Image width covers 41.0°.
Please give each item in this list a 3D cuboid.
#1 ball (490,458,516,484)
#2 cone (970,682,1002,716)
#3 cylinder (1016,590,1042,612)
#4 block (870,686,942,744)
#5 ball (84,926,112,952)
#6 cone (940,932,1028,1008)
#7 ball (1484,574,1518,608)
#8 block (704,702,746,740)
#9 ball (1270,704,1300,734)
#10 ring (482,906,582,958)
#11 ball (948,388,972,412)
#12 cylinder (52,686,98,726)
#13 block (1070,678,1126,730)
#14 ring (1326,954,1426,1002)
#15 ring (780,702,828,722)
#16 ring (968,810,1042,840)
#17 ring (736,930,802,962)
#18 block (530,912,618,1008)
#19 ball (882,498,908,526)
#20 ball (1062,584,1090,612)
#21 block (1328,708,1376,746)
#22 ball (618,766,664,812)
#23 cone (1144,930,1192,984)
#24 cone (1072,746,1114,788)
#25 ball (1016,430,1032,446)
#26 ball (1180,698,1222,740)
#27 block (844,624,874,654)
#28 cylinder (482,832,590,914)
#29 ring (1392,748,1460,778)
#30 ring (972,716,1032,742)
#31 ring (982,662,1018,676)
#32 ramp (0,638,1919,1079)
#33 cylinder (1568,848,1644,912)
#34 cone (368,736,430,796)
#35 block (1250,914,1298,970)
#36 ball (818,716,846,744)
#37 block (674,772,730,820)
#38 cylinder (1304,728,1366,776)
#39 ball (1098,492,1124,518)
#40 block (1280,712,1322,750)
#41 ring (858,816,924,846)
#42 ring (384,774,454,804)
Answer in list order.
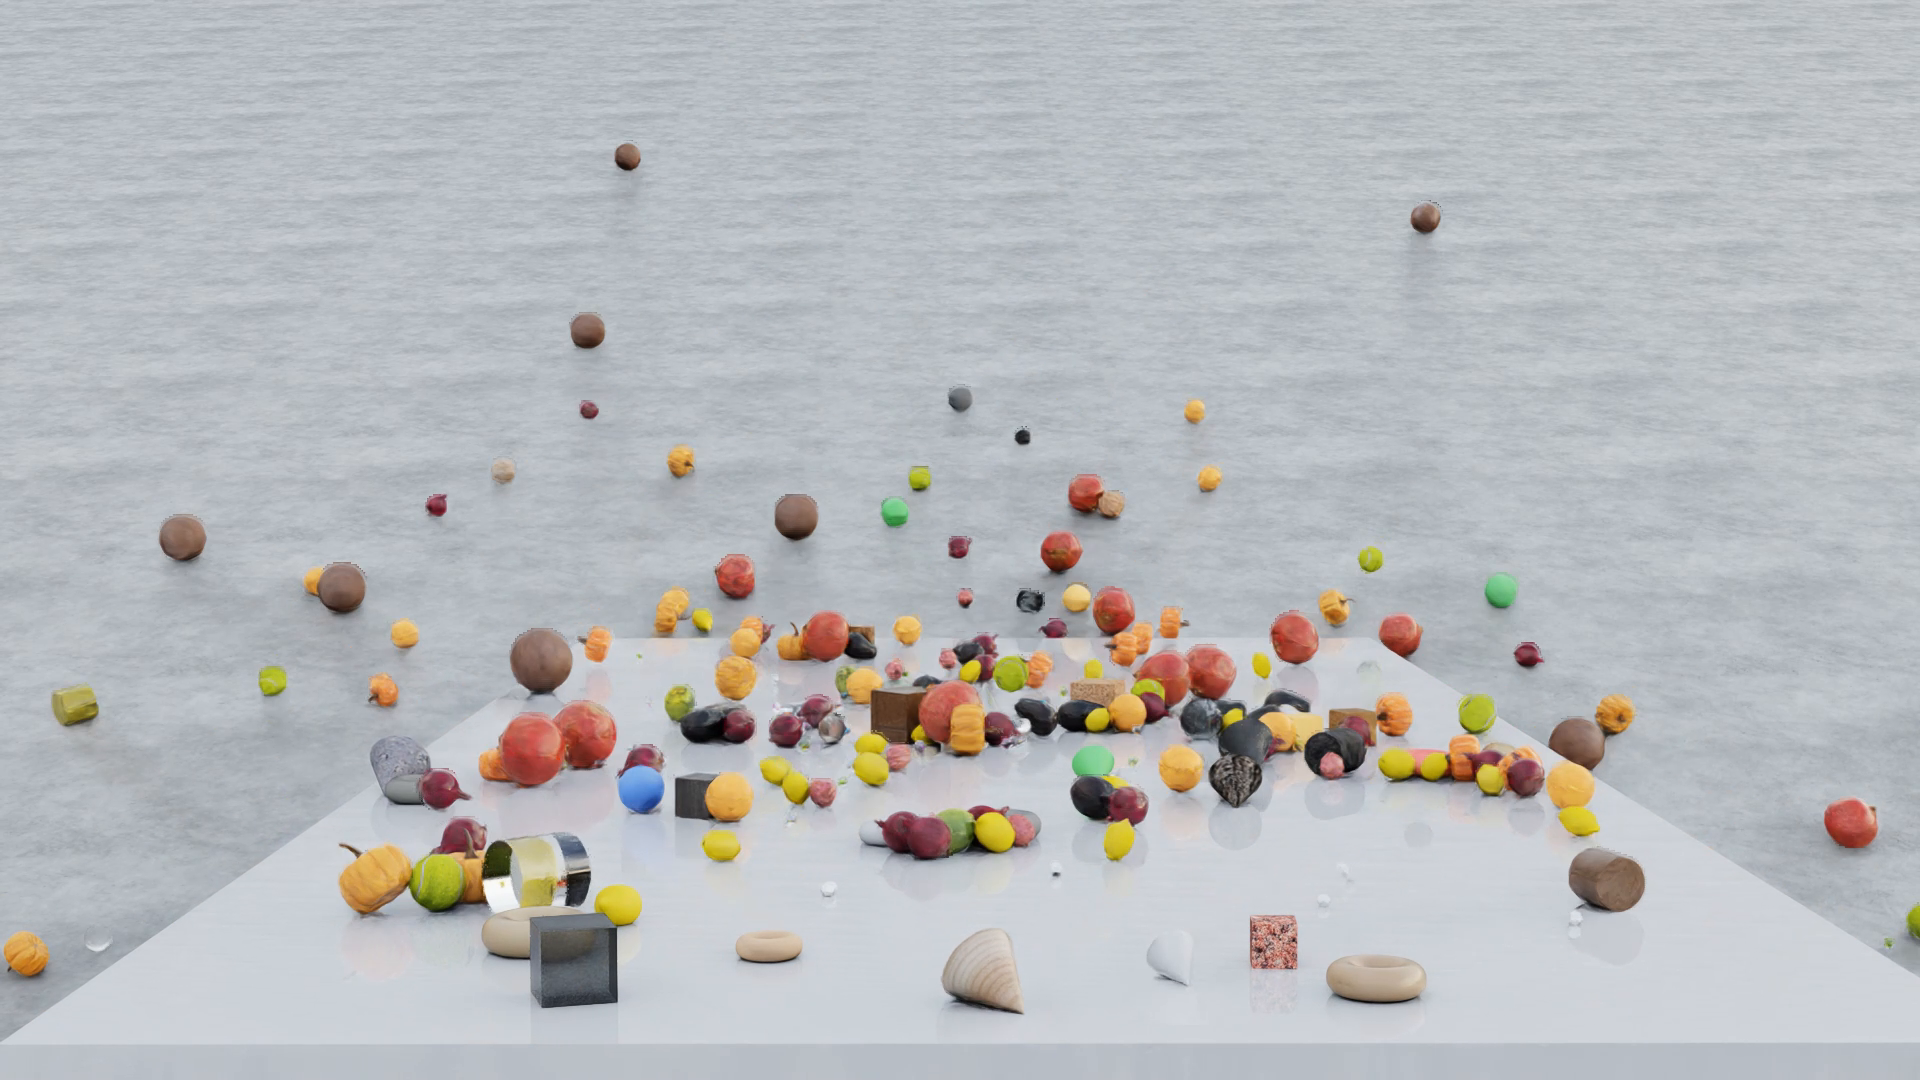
[{"bbox_3d":[-1.418,-0.213,7.964,0.077,0.077,0.077,0,20,0],"label":"ball"},{"bbox_3d":[0.050,0.309,5.051,0.063,0.063,0.063,0,4,0],"label":"cone"},{"bbox_3d":[0.189,0.166,6.951,0.052,0.052,0.052,14,24,27],"label":"cylinder"},{"bbox_3d":[-0.099,0.318,4.676,0.091,0.091,0.091,3,5,42],"label":"block"},{"bbox_3d":[-1.745,0.807,5.198,0.053,0.053,0.053,0,20,0],"label":"ball"},{"bbox_3d":[0.042,0.468,2.679,0.089,0.089,0.089,-15,25,-35],"label":"cone"},{"bbox_3d":[1.470,0.139,6.979,0.089,0.089,0.089,0,20,0],"label":"ball"},{"bbox_3d":[-0.431,0.333,4.714,0.058,0.058,0.058,1,4,17],"label":"block"},{"bbox_3d":[0.601,0.332,4.733,0.056,0.056,0.056,0,20,0],"label":"ball"},{"bbox_3d":[-0.487,0.451,2.953,0.126,0.042,0.126,-1,3,0],"label":"ring"},{"bbox_3d":[0.002,-0.476,8.678,0.082,0.082,0.082,0,20,0],"label":"ball"},{"bbox_3d":[-2.159,0.403,6.264,0.081,0.081,0.081,-15,25,-39],"label":"cylinder"},{"bbox_3d":[0.261,0.309,4.864,0.085,0.085,0.085,1,4,17],"label":"block"},{"bbox_3d":[0.444,0.467,2.736,0.107,0.036,0.107,0,2,0],"label":"ring"},{"bbox_3d":[-0.302,0.331,4.960,0.092,0.031,0.092,-1,3,0],"label":"ring"},{"bbox_3d":[0.064,0.408,3.680,0.106,0.035,0.106,0,2,0],"label":"ring"},{"bbox_3d":[-0.217,0.461,2.914,0.077,0.026,0.077,0,2,0],"label":"ring"},{"bbox_3d":[-0.410,0.445,2.724,0.080,0.080,0.080,-1,4,-18],"label":"block"},{"bbox_3d":[-0.192,-0.081,7.593,0.082,0.082,0.082,0,20,0],"label":"ball"},{"bbox_3d":[0.316,0.159,6.943,0.077,0.077,0.077,0,20,0],"label":"ball"},{"bbox_3d":[0.705,0.337,4.614,0.061,0.061,0.061,-2,4,-24],"label":"block"},{"bbox_3d":[-0.484,0.377,3.895,0.071,0.071,0.071,0,20,0],"label":"ball"},{"bbox_3d":[0.239,0.467,2.797,0.059,0.059,0.059,-11,52,-27],"label":"cone"},{"bbox_3d":[0.220,0.381,4.151,0.070,0.070,0.070,-1,30,-4],"label":"cone"},{"bbox_3d":[0.205,-0.333,8.330,0.052,0.052,0.052,0,20,0],"label":"ball"},{"bbox_3d":[0.438,0.325,4.668,0.078,0.078,0.078,0,20,0],"label":"ball"},{"bbox_3d":[-0.242,0.238,6.191,0.062,0.062,0.062,0,4,8],"label":"block"},{"bbox_3d":[-0.521,0.411,3.155,0.095,0.095,0.095,-3,17,-40],"label":"cylinder"},{"bbox_3d":[0.775,0.371,4.269,0.110,0.037,0.110,1,3,0],"label":"ring"},{"bbox_3d":[0.077,0.344,4.697,0.109,0.036,0.109,-3,5,0],"label":"ring"},{"bbox_3d":[0.090,0.286,5.705,0.083,0.028,0.083,-1,3,0],"label":"ring"},{"bbox_3d":[0.047,0.423,4.534,2.000,0.100,4.000,0,4,0],"label":"ramp"},{"bbox_3d":[0.803,0.422,3.189,0.067,0.067,0.067,-6,5,-17],"label":"cylinder"},{"bbox_3d":[-0.901,0.379,4.078,0.099,0.099,0.099,1,32,2],"label":"cone"},{"bbox_3d":[0.351,0.450,2.877,0.050,0.050,0.050,0,4,4],"label":"block"},{"bbox_3d":[-0.231,0.341,4.635,0.050,0.050,0.050,0,20,0],"label":"ball"},{"bbox_3d":[-0.388,0.385,3.863,0.059,0.059,0.059,2,4,27],"label":"block"},{"bbox_3d":[0.623,0.352,4.266,0.073,0.073,0.073,17,14,39],"label":"cylinder"},{"bbox_3d":[0.451,-0.105,7.663,0.079,0.079,0.079,0,20,0],"label":"ball"},{"bbox_3d":[0.607,0.341,4.570,0.058,0.058,0.058,-1,4,-17],"label":"block"},{"bbox_3d":[-0.096,0.413,3.638,0.094,0.031,0.094,-4,2,0],"label":"ring"},{"bbox_3d":[-0.842,0.389,4.003,0.106,0.035,0.106,1,3,0],"label":"ring"}]
